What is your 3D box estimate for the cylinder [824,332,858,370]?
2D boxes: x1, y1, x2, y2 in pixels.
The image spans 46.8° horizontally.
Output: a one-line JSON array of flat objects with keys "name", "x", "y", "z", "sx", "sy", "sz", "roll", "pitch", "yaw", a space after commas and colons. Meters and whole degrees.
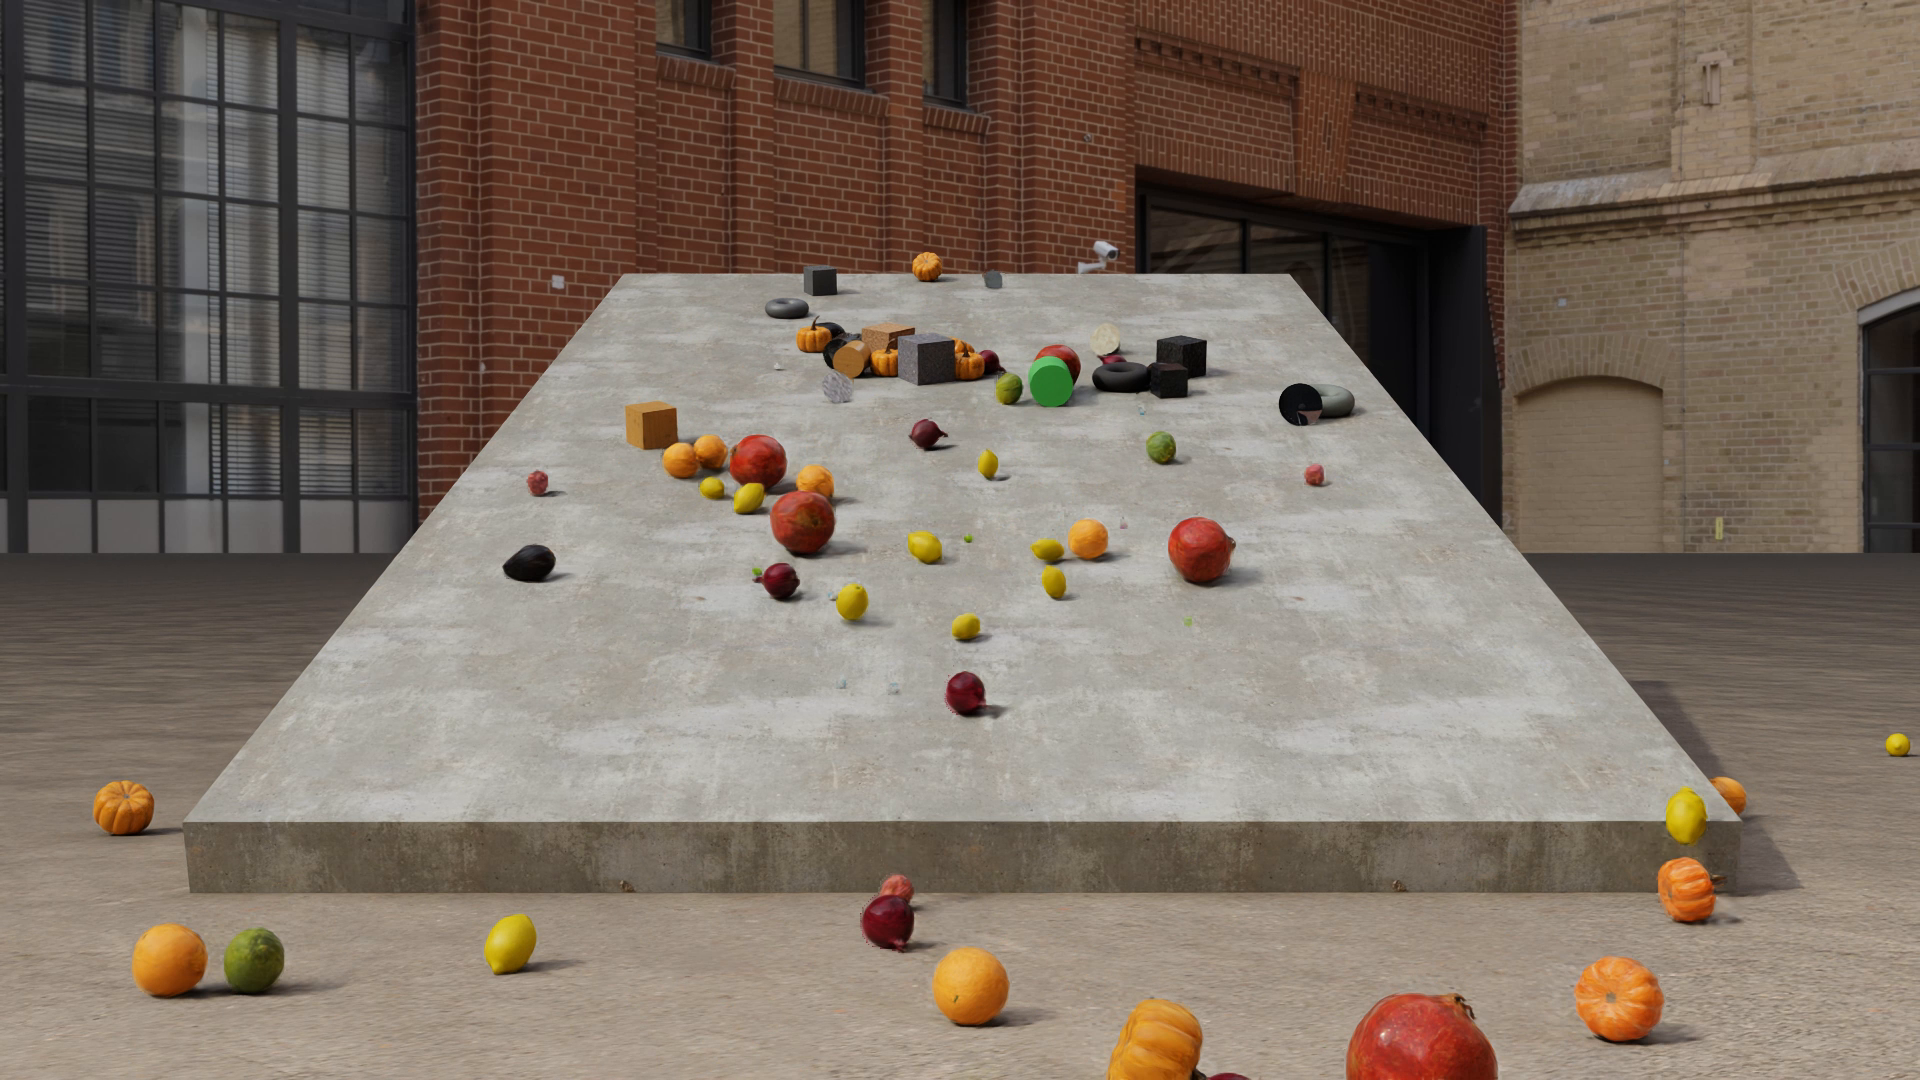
[{"name": "cylinder", "x": -0.286, "y": -0.460, "z": 5.415, "sx": 0.078, "sy": 0.078, "sz": 0.078, "roll": 0, "pitch": 16, "yaw": 12}]

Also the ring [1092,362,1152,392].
[{"name": "ring", "x": 0.381, "y": -0.383, "z": 5.219, "sx": 0.141, "sy": 0.047, "sz": 0.141, "roll": -3, "pitch": 19, "yaw": 1}]

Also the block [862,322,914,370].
[{"name": "block", "x": -0.175, "y": -0.475, "z": 5.443, "sx": 0.092, "sy": 0.092, "sz": 0.092, "roll": 15, "pitch": 22, "yaw": 40}]

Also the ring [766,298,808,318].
[{"name": "ring", "x": -0.471, "y": -0.631, "z": 6.048, "sx": 0.120, "sy": 0.040, "sz": 0.120, "roll": 1, "pitch": 18, "yaw": 0}]

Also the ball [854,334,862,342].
[{"name": "ball", "x": -0.251, "y": -0.475, "z": 5.482, "sx": 0.070, "sy": 0.070, "sz": 0.070, "roll": 0, "pitch": 0, "yaw": 0}]

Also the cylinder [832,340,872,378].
[{"name": "cylinder", "x": -0.258, "y": -0.434, "z": 5.333, "sx": 0.077, "sy": 0.077, "sz": 0.077, "roll": 0, "pitch": 16, "yaw": 13}]

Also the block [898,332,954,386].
[{"name": "block", "x": -0.080, "y": -0.431, "z": 5.284, "sx": 0.100, "sy": 0.100, "sz": 0.100, "roll": -9, "pitch": 19, "yaw": -28}]

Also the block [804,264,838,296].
[{"name": "block", "x": -0.400, "y": -0.743, "z": 6.357, "sx": 0.073, "sy": 0.073, "sz": 0.073, "roll": -8, "pitch": 18, "yaw": -24}]

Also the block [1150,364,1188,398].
[{"name": "block", "x": 0.484, "y": -0.368, "z": 5.136, "sx": 0.066, "sy": 0.066, "sz": 0.066, "roll": -4, "pitch": 17, "yaw": -14}]

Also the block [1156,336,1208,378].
[{"name": "block", "x": 0.532, "y": -0.439, "z": 5.338, "sx": 0.085, "sy": 0.085, "sz": 0.085, "roll": -15, "pitch": 22, "yaw": -40}]

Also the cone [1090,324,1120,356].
[{"name": "cone", "x": 0.384, "y": -0.495, "z": 5.603, "sx": 0.083, "sy": 0.083, "sz": 0.083, "roll": 0, "pitch": -12, "yaw": 28}]

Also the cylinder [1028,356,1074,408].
[{"name": "cylinder", "x": 0.206, "y": -0.361, "z": 5.061, "sx": 0.098, "sy": 0.098, "sz": 0.098, "roll": 0, "pitch": 17, "yaw": -1}]

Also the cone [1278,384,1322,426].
[{"name": "cone", "x": 0.748, "y": -0.289, "z": 4.917, "sx": 0.096, "sy": 0.096, "sz": 0.096, "roll": 0, "pitch": -10, "yaw": 1}]

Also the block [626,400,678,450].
[{"name": "block", "x": -0.653, "y": -0.243, "z": 4.696, "sx": 0.080, "sy": 0.080, "sz": 0.080, "roll": -11, "pitch": 20, "yaw": -33}]

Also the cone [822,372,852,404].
[{"name": "cone", "x": -0.293, "y": -0.341, "z": 5.101, "sx": 0.074, "sy": 0.074, "sz": 0.074, "roll": 0, "pitch": -11, "yaw": -22}]

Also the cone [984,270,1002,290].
[{"name": "cone", "x": 0.087, "y": -0.749, "z": 6.461, "sx": 0.059, "sy": 0.059, "sz": 0.059, "roll": 0, "pitch": -11, "yaw": -21}]

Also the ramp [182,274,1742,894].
[{"name": "ramp", "x": -0.003, "y": -0.172, "z": 4.774, "sx": 2.000, "sy": 0.100, "sz": 4.000, "roll": 0, "pitch": 17, "yaw": 0}]

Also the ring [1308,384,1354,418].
[{"name": "ring", "x": 0.812, "y": -0.312, "z": 4.982, "sx": 0.147, "sy": 0.049, "sz": 0.147, "roll": 0, "pitch": 21, "yaw": 0}]
